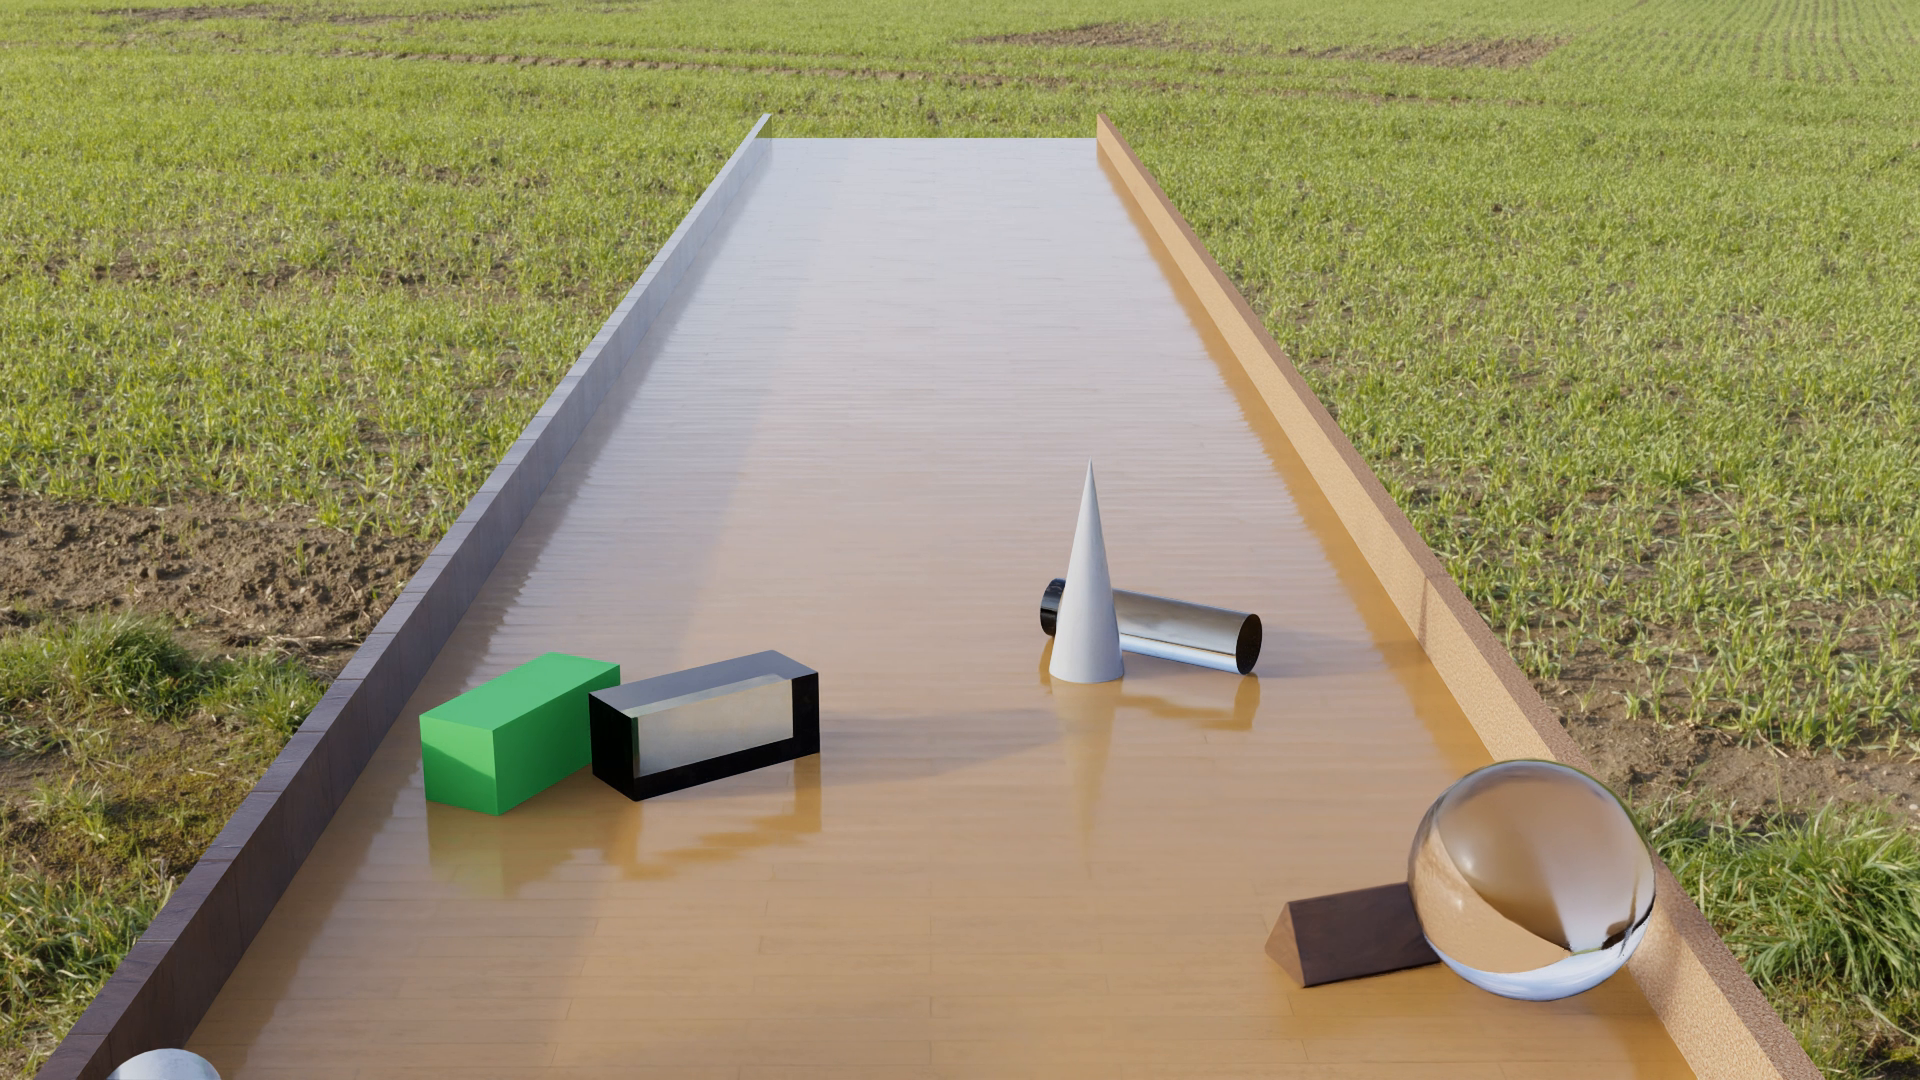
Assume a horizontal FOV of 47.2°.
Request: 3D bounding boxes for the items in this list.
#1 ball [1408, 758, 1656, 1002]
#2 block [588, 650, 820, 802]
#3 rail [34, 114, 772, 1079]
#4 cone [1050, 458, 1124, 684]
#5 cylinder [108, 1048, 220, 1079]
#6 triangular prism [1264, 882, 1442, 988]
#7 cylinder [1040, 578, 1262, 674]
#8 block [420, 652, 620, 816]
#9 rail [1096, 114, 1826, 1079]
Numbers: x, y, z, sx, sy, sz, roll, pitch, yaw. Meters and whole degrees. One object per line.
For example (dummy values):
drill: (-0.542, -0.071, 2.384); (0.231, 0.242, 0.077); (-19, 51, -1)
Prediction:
ball: (0.792, 0.471, 3.056); (0.334, 0.334, 0.334); (0, 17, 0)
block: (-0.447, 0.322, 3.876); (0.375, 0.152, 0.152); (-12, 20, -35)
rail: (-1.118, -0.838, 7.780); (0.050, 0.150, 12.000); (0, 17, -1)
cone: (0.251, 0.047, 4.294); (0.150, 0.440, 0.150); (0, 17, 0)
cylinder: (-0.890, 0.730, 2.509); (0.150, 0.150, 0.355); (-8, 18, -25)
triangular prism: (0.617, 0.548, 3.191); (0.324, 0.104, 0.120); (-6, 18, -19)
cylinder: (0.382, 0.171, 4.436); (0.440, 0.123, 0.123); (10, 19, 31)
block: (-0.759, 0.332, 3.840); (0.153, 0.153, 0.361); (8, 18, 26)
rail: (0.932, -0.844, 7.801); (0.050, 0.150, 12.000); (0, 17, -1)
